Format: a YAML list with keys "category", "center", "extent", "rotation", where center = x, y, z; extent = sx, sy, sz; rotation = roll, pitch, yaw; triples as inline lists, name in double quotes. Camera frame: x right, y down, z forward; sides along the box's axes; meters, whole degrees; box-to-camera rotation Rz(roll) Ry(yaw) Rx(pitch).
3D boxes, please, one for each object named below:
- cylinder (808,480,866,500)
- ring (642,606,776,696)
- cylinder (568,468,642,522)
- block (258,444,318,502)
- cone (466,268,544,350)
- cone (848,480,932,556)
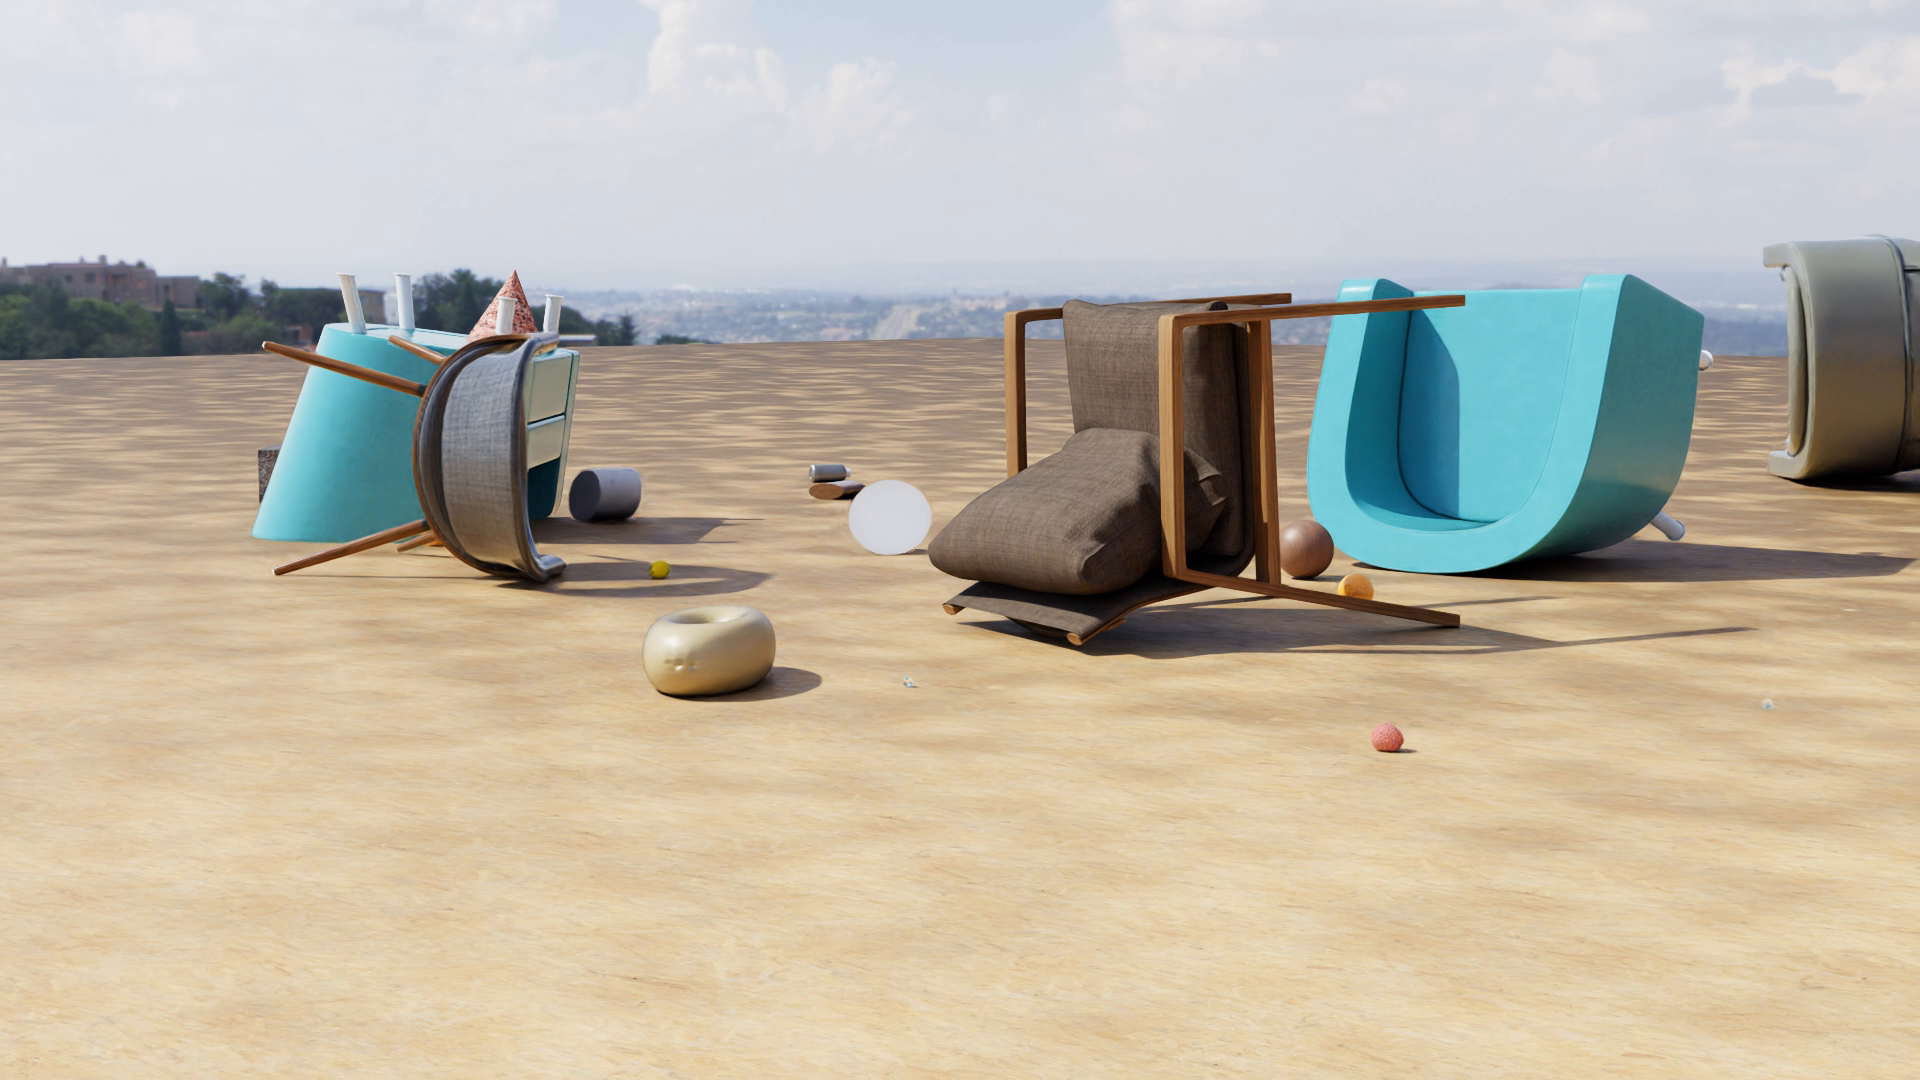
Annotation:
- category: "cylinder"
  center: [-0.364, -0.148, 7.617]
  extent: [0.122, 0.048, 0.125]
  rotation: [1, 6, 30]
- category: "ring"
  center: [-0.405, 0.177, 4.153]
  extent: [0.207, 0.114, 0.380]
  rotation: [-1, 5, 6]
- category: "cylinder"
  center: [-0.953, -0.121, 6.895]
  extent: [0.134, 0.125, 0.166]
  rotation: [-5, -30, -42]
- category: "block"
  center: [-1.982, -0.197, 7.571]
  extent: [0.126, 0.153, 0.233]
  rotation: [0, 6, -4]
- category: "cone"
  center: [-1.186, -0.615, 6.769]
  extent: [0.206, 0.203, 0.212]
  rotation: [13, 8, 34]
- category: "cone"
  center: [-0.164, -0.019, 6.177]
  extent: [0.197, 0.193, 0.186]
  rotation: [19, -20, 9]
